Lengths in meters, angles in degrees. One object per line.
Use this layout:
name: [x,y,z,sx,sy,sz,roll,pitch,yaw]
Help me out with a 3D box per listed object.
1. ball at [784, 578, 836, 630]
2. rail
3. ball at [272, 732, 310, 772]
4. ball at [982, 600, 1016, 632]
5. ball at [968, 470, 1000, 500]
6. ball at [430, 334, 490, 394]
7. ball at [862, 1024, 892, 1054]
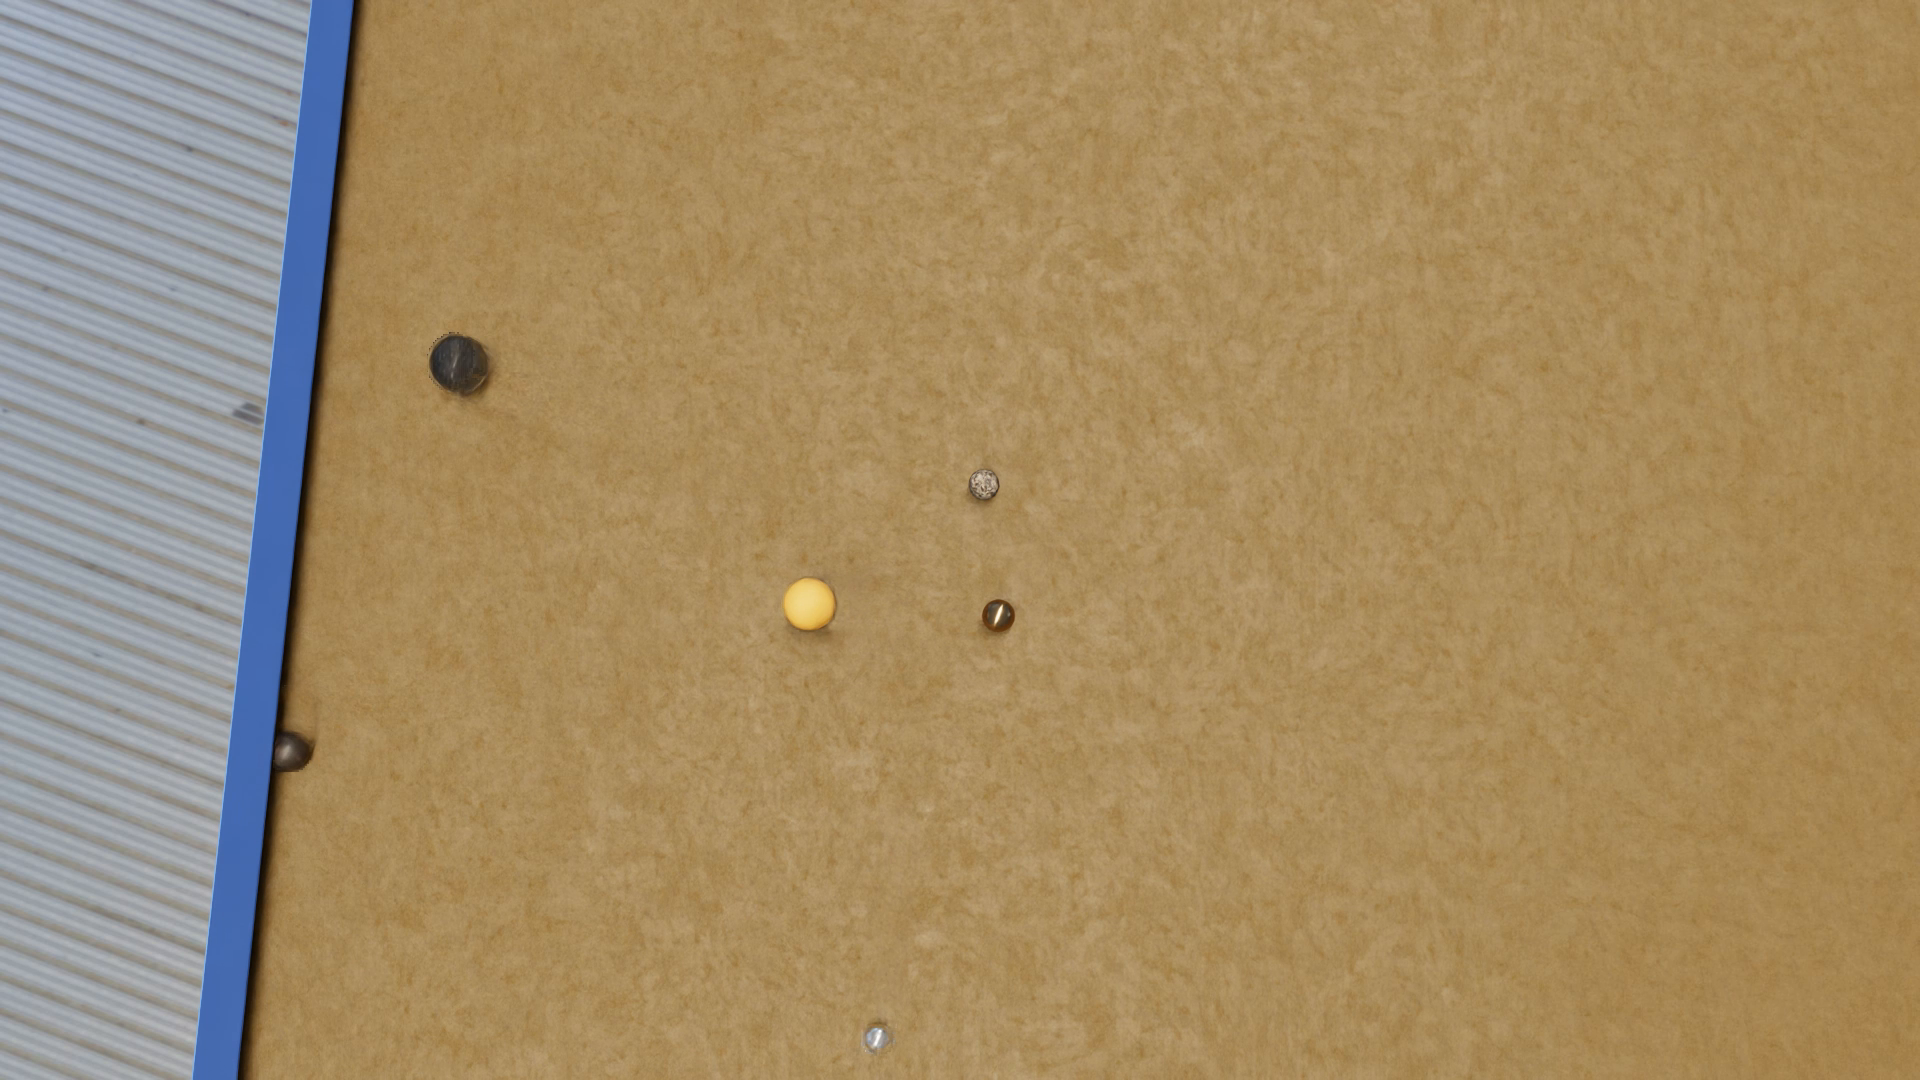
ball: [-0.222,0.095,3.250,0.077,0.077,0.077,0,82,0]
rail: [-0.999,-0.067,3.253,0.045,0.114,2.162,4,82,1]
ball: [-0.985,0.311,3.229,0.057,0.057,0.057,0,82,0]
ball: [0.057,0.112,3.261,0.049,0.049,0.049,0,82,0]
ball: [0.036,-0.083,3.291,0.046,0.046,0.046,0,82,0]
ball: [-0.750,-0.264,3.296,0.088,0.088,0.088,0,82,0]
ball: [-0.119,0.720,3.177,0.043,0.043,0.043,0,82,0]
